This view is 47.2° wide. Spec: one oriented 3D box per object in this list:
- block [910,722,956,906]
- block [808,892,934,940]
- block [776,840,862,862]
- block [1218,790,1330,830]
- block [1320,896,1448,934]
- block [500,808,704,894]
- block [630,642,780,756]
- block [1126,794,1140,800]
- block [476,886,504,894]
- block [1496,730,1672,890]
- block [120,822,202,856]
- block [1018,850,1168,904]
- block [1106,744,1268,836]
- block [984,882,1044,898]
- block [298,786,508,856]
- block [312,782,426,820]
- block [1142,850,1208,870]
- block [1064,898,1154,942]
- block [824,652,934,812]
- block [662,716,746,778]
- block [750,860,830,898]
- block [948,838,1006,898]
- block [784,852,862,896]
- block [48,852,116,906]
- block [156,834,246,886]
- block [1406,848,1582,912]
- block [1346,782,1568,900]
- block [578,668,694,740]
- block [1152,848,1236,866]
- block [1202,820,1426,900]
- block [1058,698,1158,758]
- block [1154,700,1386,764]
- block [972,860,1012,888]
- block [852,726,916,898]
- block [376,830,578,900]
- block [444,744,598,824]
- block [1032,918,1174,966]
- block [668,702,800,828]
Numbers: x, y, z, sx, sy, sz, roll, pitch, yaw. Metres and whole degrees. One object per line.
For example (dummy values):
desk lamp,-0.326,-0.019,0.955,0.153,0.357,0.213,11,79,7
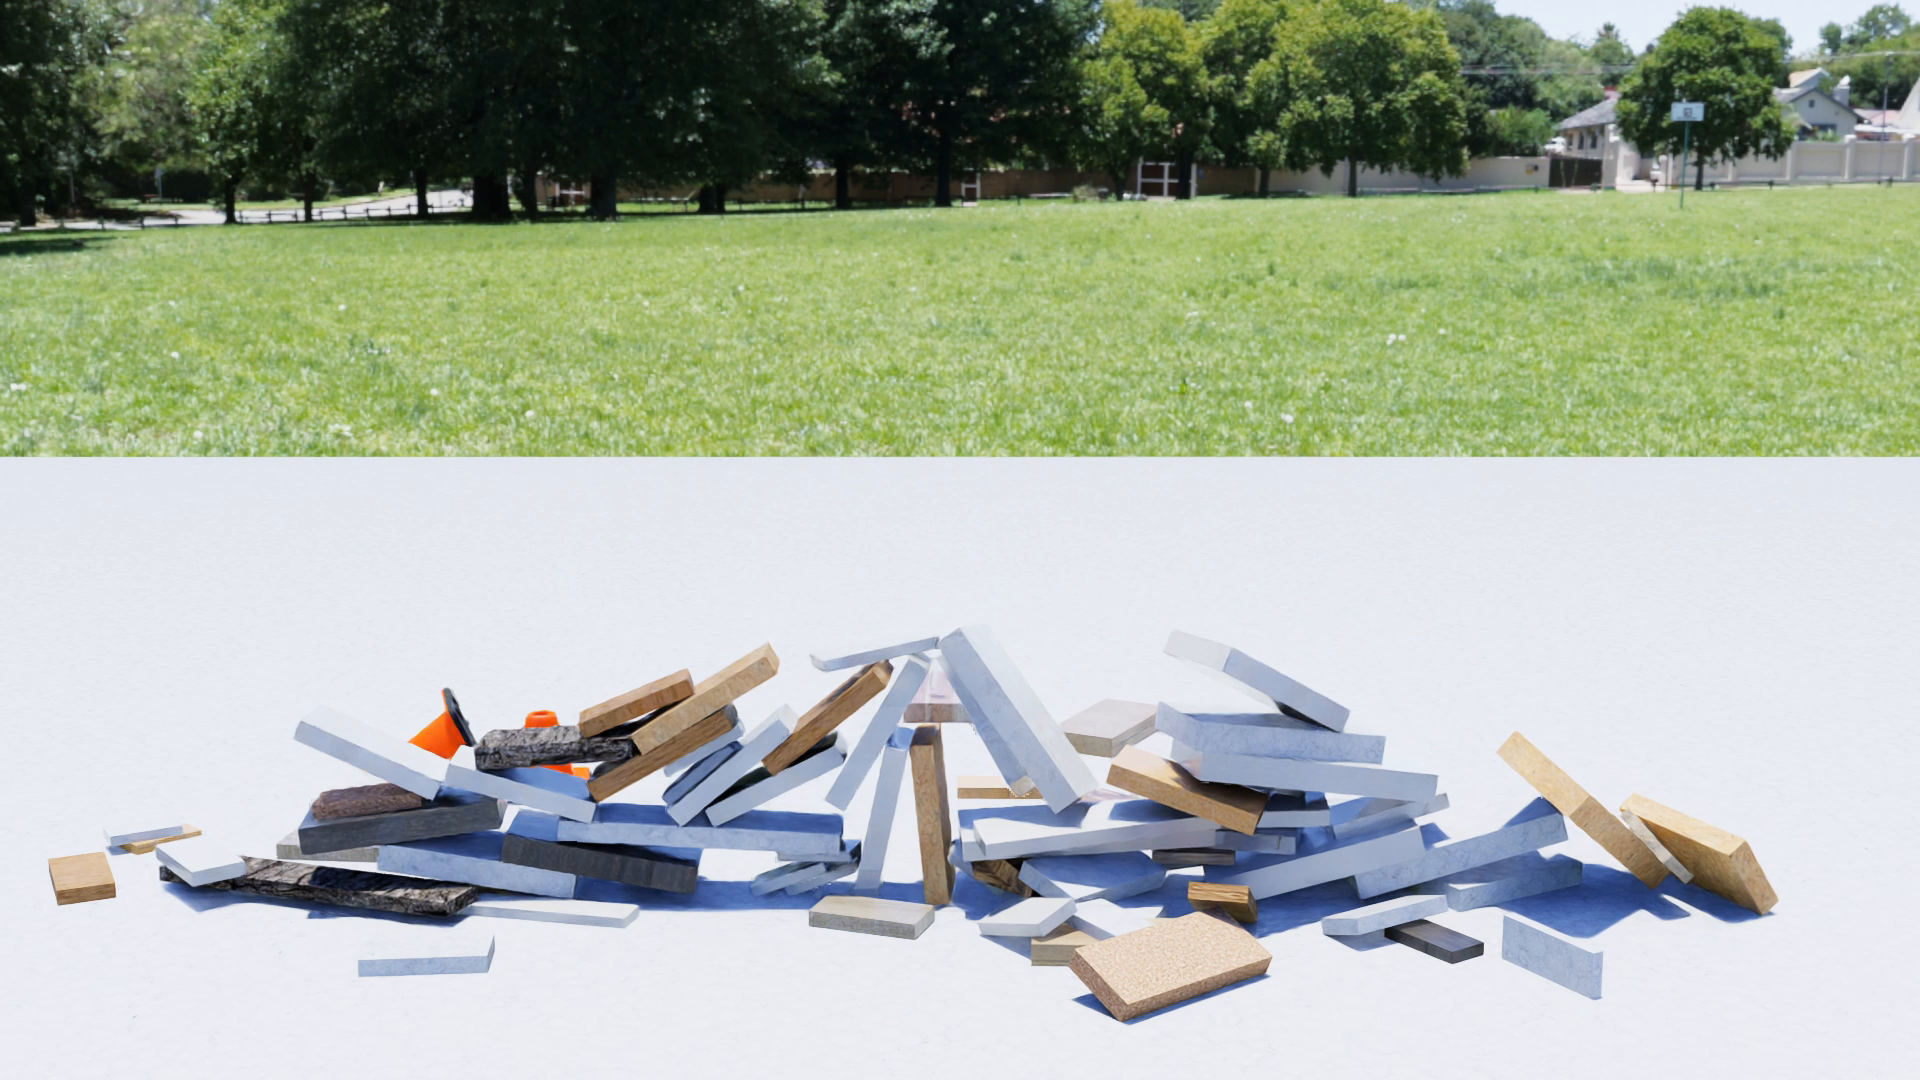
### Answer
block,-0.045,0.454,3.654,0.038,0.271,0.135,-5,10,6
block,-0.141,0.603,3.528,0.182,0.026,0.091,4,11,19
block,-0.235,0.517,3.669,0.129,0.018,0.064,-1,10,15
block,0.509,0.446,3.645,0.195,0.028,0.098,-2,14,2
block,0.673,0.594,3.488,0.183,0.026,0.091,-8,-5,-29
block,-0.591,0.518,3.663,0.318,0.045,0.159,10,9,-4
block,-0.416,0.259,3.609,0.254,0.036,0.127,-31,8,2
block,0.313,0.506,3.822,0.019,0.068,0.135,-40,17,31
block,-0.824,0.547,3.728,0.087,0.025,0.175,5,17,-18
block,1.031,0.448,3.623,0.355,0.050,0.177,36,7,-43
block,-1.426,0.533,3.926,0.062,0.017,0.123,10,14,43
block,0.218,0.543,3.578,0.234,0.033,0.117,-8,31,-46
block,0.368,0.402,3.548,0.247,0.035,0.123,19,14,12
block,0.096,0.564,3.639,0.112,0.016,0.056,18,23,-3
block,-0.914,0.453,3.628,0.318,0.045,0.159,-7,10,-6
block,-0.966,0.426,3.613,0.175,0.025,0.087,-7,10,-4
block,0.364,0.534,3.707,0.135,0.019,0.068,-12,13,22
block,0.233,0.594,3.396,0.079,0.022,0.158,-7,12,-32
block,-0.132,0.310,3.622,0.038,0.271,0.135,31,5,-1
block,-0.422,0.340,3.617,0.143,0.020,0.072,-29,8,0
block,-0.282,0.557,3.672,0.129,0.018,0.064,-20,8,7
block,0.030,0.546,3.663,0.112,0.016,0.056,36,19,-8
block,-0.226,0.556,3.673,0.129,0.018,0.064,-21,8,9
block,-1.481,0.570,3.708,0.090,0.026,0.181,-5,12,-26
block,-1.268,0.534,3.667,0.087,0.025,0.175,-9,14,-38
block,0.897,0.564,3.704,0.275,0.039,0.138,-6,12,-30
block,0.814,0.502,3.680,0.355,0.050,0.177,-16,10,-1
block,-0.532,0.268,3.620,0.192,0.027,0.096,-22,10,-4
block,0.389,0.513,3.646,0.135,0.019,0.068,1,18,10
block,0.580,0.519,3.659,0.355,0.050,0.177,-15,10,4
block,0.312,0.393,4.617,0.145,0.041,0.290,6,12,28
block,0.508,0.315,3.604,0.334,0.047,0.167,6,6,-19
block,0.076,0.547,3.620,0.112,0.016,0.056,14,24,-12
block,-0.125,0.456,3.642,0.038,0.271,0.135,13,11,3
block,-0.793,0.527,3.656,0.318,0.045,0.159,10,9,-6
block,-0.717,0.402,3.625,0.246,0.035,0.123,16,8,-6
block,0.235,0.622,3.402,0.247,0.035,0.123,1,11,3
block,-0.373,0.370,3.632,0.241,0.034,0.121,-40,6,7
